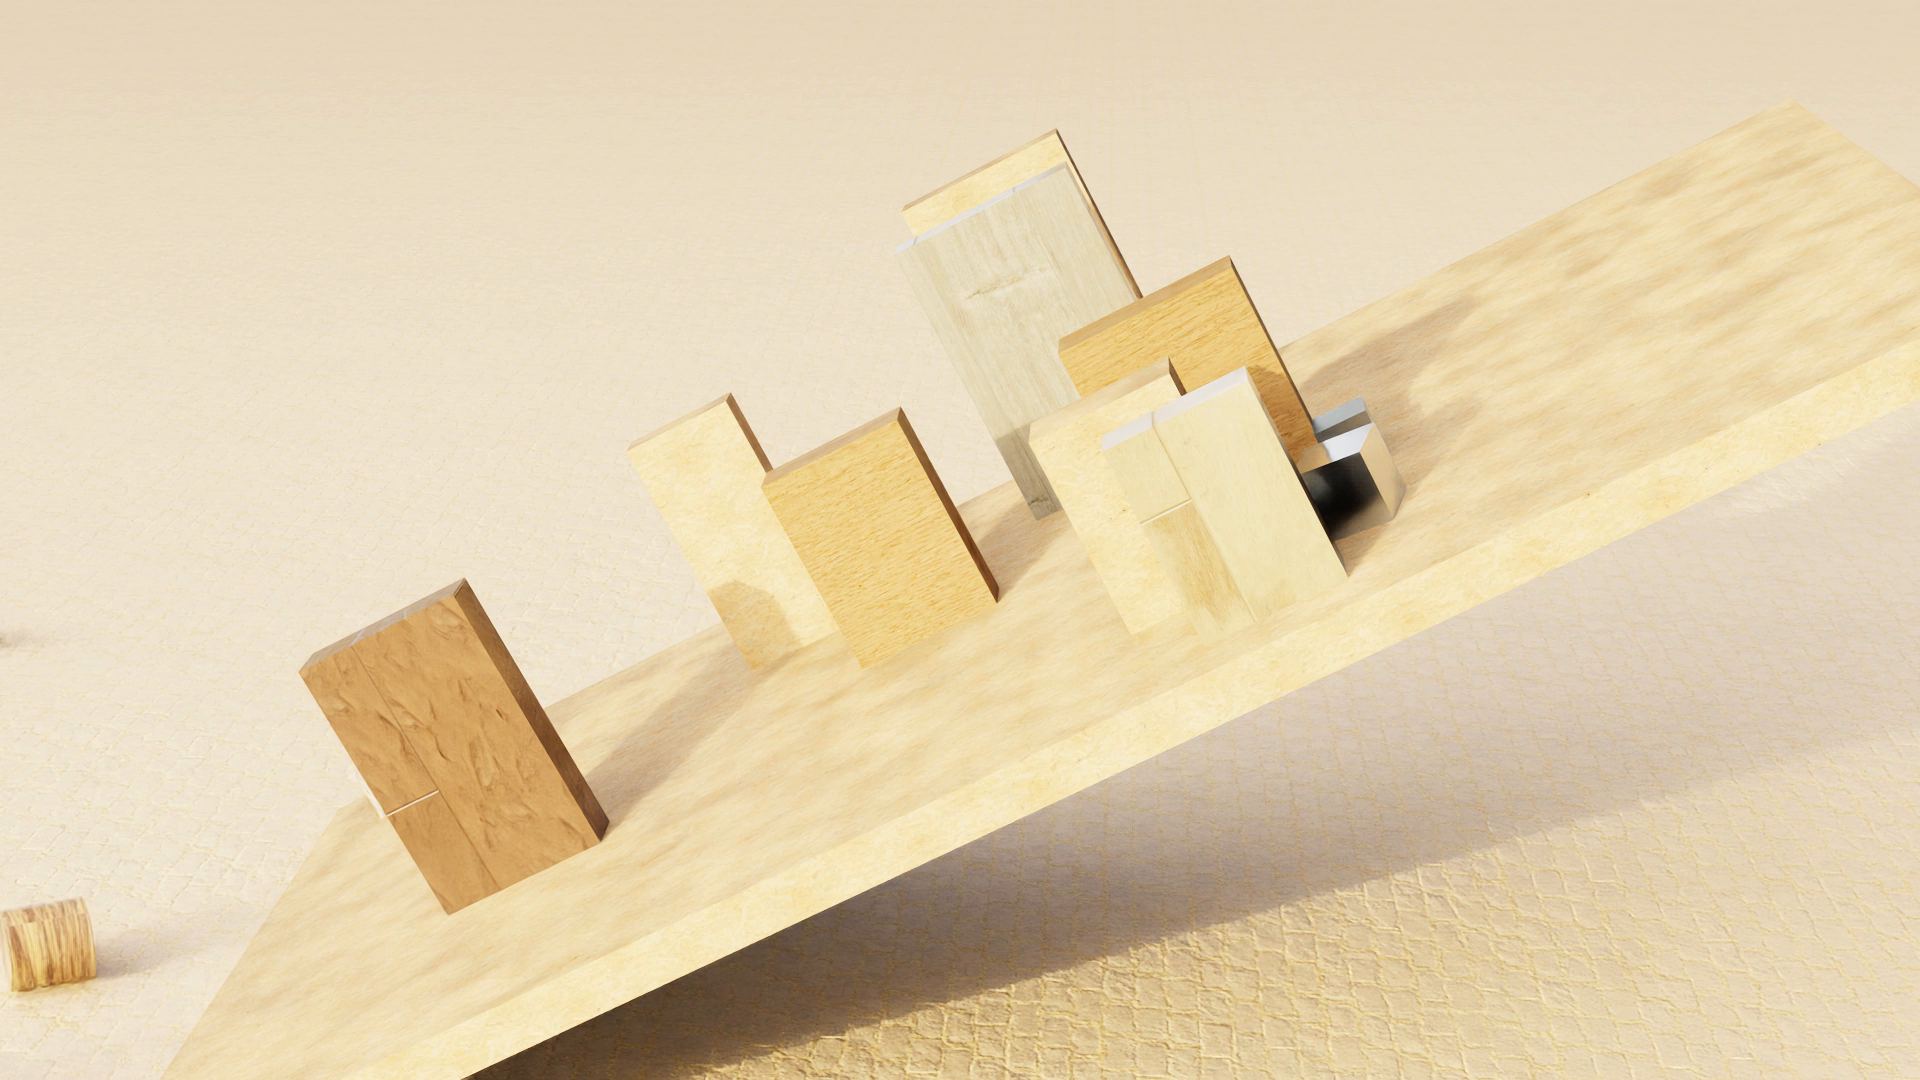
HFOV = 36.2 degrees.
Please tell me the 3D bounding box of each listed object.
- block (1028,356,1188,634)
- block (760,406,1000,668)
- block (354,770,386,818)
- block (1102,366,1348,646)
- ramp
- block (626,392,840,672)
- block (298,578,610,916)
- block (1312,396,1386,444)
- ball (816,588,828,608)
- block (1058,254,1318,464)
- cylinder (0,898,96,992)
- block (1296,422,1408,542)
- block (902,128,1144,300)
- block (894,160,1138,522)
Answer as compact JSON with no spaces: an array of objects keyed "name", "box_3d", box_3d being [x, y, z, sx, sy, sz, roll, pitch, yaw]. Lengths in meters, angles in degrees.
[{"name":"block","box_3d":[0.364,-0.085,5.637,0.295,0.429,0.145,-26,14,10]},{"name":"block","box_3d":[-0.169,-0.004,6.328,0.329,0.458,0.118,-26,14,10]},{"name":"block","box_3d":[-1.395,0.584,7.299,0.130,0.130,0.130,-25,14,15]},{"name":"block","box_3d":[0.482,-0.061,5.356,0.290,0.413,0.113,-26,14,10]},{"name":"ramp","box_3d":[0.140,0.167,6.281,4.000,0.100,2.000,-26,14,10]},{"name":"block","box_3d":[-0.501,-0.016,6.741,0.260,0.590,0.089,-26,14,10]},{"name":"block","box_3d":[-1.054,0.435,6.157,0.374,0.611,0.117,-26,14,10]},{"name":"block","box_3d":[0.783,-0.202,5.906,0.112,0.112,0.112,-26,14,11]},{"name":"ball","box_3d":[-0.226,0.085,6.654,0.203,0.203,0.203,0,17,0]},{"name":"block","box_3d":[0.481,-0.270,5.965,0.386,0.480,0.126,-26,14,10]},{"name":"cylinder","box_3d":[-2.107,0.933,6.787,0.186,0.186,0.186,-8,19,-24]},{"name":"block","box_3d":[0.737,-0.107,5.577,0.148,0.148,0.148,-22,15,26]},{"name":"block","box_3d":[0.214,-0.555,6.981,0.407,0.731,0.083,-26,14,10]},{"name":"block","box_3d":[0.207,-0.448,6.680,0.431,0.698,0.098,-26,14,10]}]
